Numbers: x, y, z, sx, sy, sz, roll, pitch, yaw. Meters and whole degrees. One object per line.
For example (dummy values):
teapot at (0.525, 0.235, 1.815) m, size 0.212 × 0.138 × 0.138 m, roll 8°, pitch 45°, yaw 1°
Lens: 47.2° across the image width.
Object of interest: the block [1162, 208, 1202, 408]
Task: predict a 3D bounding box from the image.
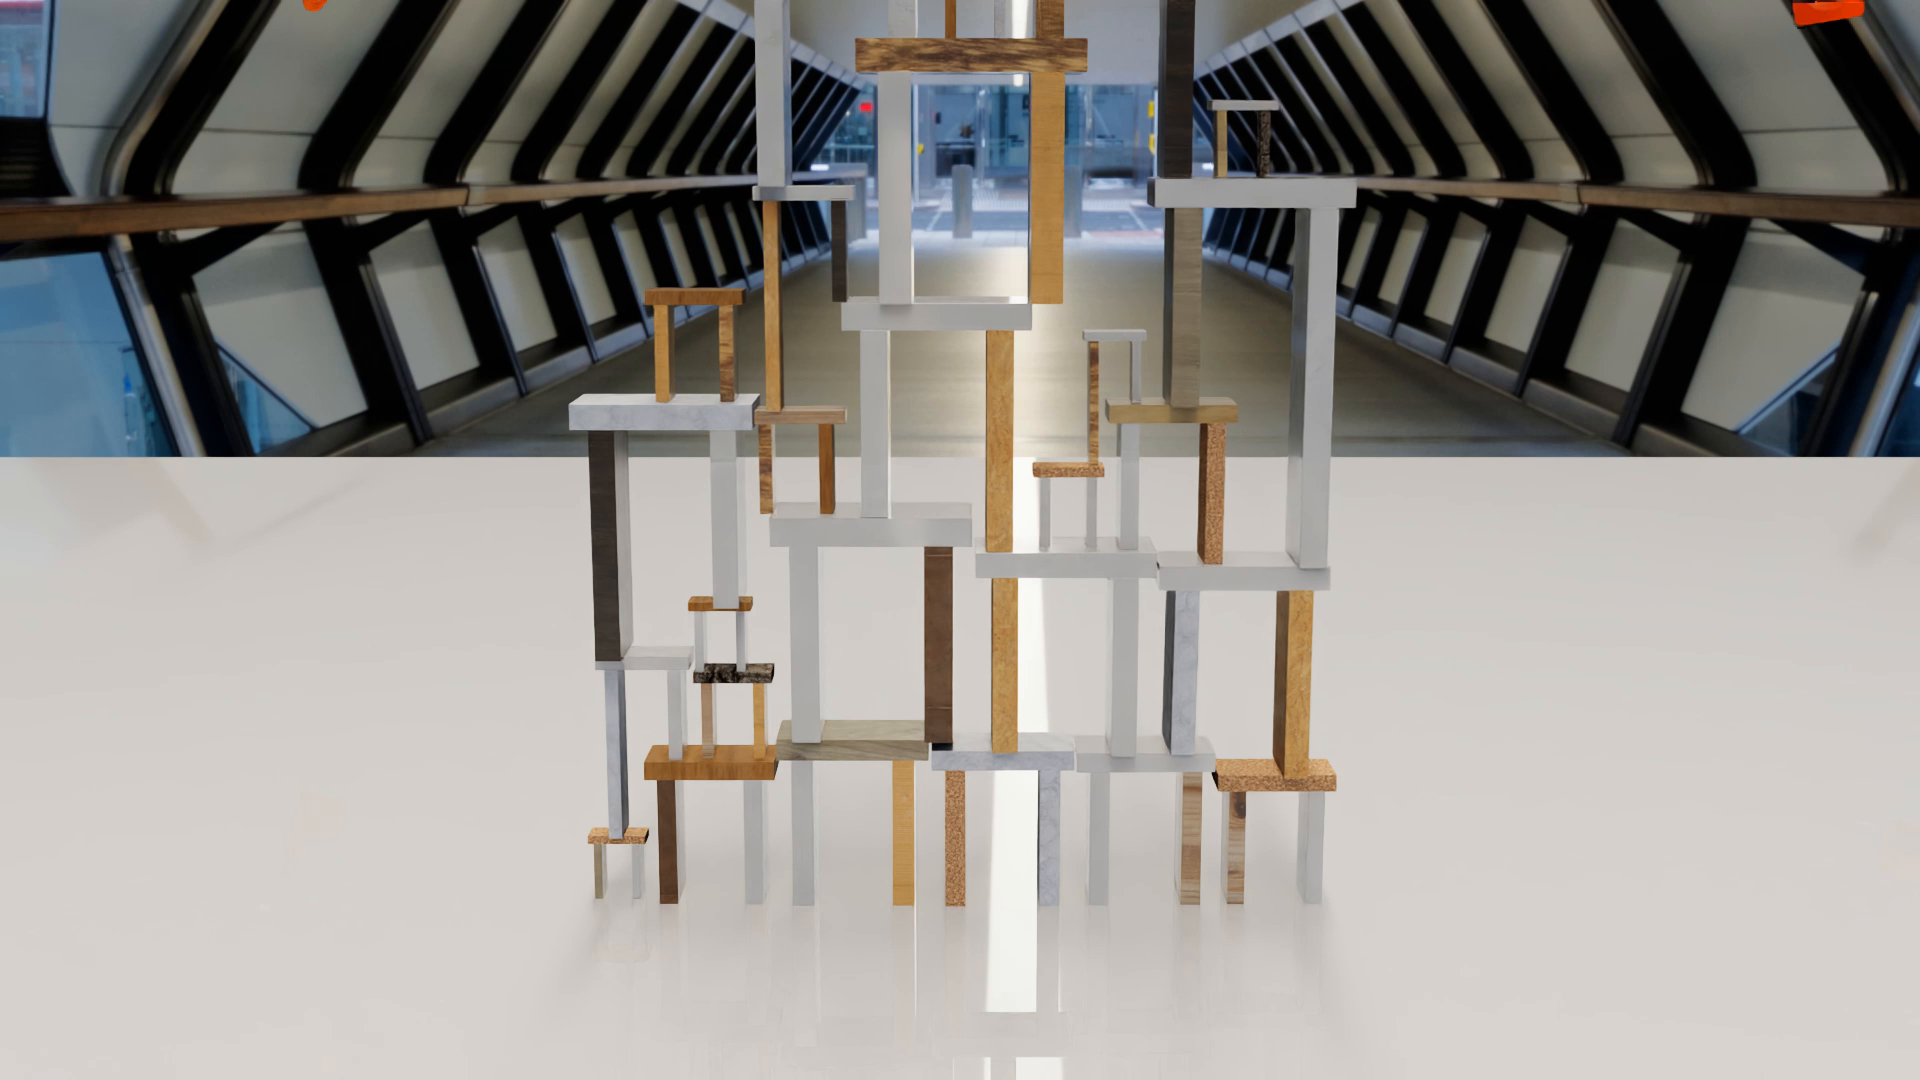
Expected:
block at (0.352, -0.374, 3.490) m, size 0.044 × 0.310 × 0.155 m, roll 0°, pitch 11°, yaw 0°

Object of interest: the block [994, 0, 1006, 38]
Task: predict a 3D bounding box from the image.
block at (0.062, -0.833, 3.409) m, size 0.016 × 0.115 × 0.058 m, roll 0°, pitch 11°, yaw 0°

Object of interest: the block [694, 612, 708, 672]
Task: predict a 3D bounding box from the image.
block at (-0.423, 0.160, 3.591) m, size 0.014 × 0.101 × 0.050 m, roll 0°, pitch 11°, yaw 0°

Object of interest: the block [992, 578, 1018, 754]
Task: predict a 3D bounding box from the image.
block at (0.073, 0.189, 3.592) m, size 0.041 × 0.288 × 0.144 m, roll 0°, pitch 11°, yaw 0°

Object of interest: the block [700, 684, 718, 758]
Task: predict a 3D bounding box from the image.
block at (-0.412, 0.290, 3.617) m, size 0.018 × 0.127 × 0.063 m, roll 0°, pitch 11°, yaw 0°

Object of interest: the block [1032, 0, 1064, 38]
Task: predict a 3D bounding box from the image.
block at (0.136, -0.924, 3.387) m, size 0.043 × 0.301 × 0.150 m, roll 0°, pitch 11°, yaw 0°

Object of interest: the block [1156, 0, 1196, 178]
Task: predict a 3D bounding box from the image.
block at (0.336, -0.820, 3.406) m, size 0.043 × 0.511 × 0.150 m, roll 0°, pitch 11°, yaw 1°

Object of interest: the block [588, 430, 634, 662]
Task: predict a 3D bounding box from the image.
block at (-0.564, -0.002, 3.561) m, size 0.041 × 0.373 × 0.144 m, roll 0°, pitch 11°, yaw 0°

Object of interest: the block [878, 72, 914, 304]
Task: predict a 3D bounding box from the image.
block at (-0.100, -0.554, 3.458) m, size 0.050 × 0.352 × 0.176 m, roll 0°, pitch 11°, yaw 0°

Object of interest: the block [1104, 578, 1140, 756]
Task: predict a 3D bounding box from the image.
block at (0.264, 0.192, 3.593) m, size 0.041 × 0.294 × 0.144 m, roll 0°, pitch 11°, yaw 0°

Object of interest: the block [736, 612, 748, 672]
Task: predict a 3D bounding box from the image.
block at (-0.356, 0.160, 3.591) m, size 0.014 × 0.101 × 0.050 m, roll 0°, pitch 11°, yaw 0°

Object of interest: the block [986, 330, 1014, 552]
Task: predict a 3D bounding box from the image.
block at (0.063, -0.167, 3.532) m, size 0.042 × 0.352 × 0.149 m, roll 0°, pitch 11°, yaw 0°

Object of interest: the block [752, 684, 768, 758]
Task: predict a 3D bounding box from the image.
block at (-0.328, 0.290, 3.617) m, size 0.018 × 0.127 × 0.063 m, roll 0°, pitch 11°, yaw 0°

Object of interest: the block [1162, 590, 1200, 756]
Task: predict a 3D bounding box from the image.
block at (0.361, 0.201, 3.601) m, size 0.039 × 0.273 × 0.136 m, roll 1°, pitch 11°, yaw -1°

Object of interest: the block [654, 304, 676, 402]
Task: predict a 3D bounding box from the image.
block at (-0.470, -0.301, 3.506) m, size 0.022 × 0.153 × 0.077 m, roll 0°, pitch 11°, yaw 0°

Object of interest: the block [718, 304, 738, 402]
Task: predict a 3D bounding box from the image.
block at (-0.368, -0.301, 3.506) m, size 0.022 × 0.153 × 0.076 m, roll 0°, pitch 11°, yaw 0°

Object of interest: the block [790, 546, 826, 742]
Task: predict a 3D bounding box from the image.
block at (-0.248, 0.154, 3.594) m, size 0.046 × 0.321 × 0.161 m, roll 0°, pitch 11°, yaw 0°

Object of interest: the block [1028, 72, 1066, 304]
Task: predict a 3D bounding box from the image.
block at (0.135, -0.554, 3.457) m, size 0.050 × 0.352 × 0.176 m, roll 0°, pitch 11°, yaw 0°

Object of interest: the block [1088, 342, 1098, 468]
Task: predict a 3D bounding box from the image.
block at (0.213, -0.220, 3.522) m, size 0.014 × 0.202 × 0.050 m, roll -1°, pitch 10°, yaw -1°

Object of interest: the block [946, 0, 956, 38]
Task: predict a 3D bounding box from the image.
block at (-0.014, -0.833, 3.408) m, size 0.016 × 0.115 × 0.058 m, roll 0°, pitch 11°, yaw 0°

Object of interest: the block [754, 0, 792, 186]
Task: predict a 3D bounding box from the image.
block at (-0.291, -0.815, 3.419) m, size 0.042 × 0.522 × 0.149 m, roll 0°, pitch 10°, yaw 0°

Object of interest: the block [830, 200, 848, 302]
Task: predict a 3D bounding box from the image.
block at (-0.190, -0.458, 3.477) m, size 0.022 × 0.157 × 0.078 m, roll 0°, pitch 11°, yaw 0°

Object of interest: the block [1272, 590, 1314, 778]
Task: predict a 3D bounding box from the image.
block at (0.544, 0.221, 3.600) m, size 0.039 × 0.311 × 0.136 m, roll 0°, pitch 11°, yaw 0°

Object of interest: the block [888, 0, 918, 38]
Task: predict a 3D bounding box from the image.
block at (-0.089, -0.924, 3.393) m, size 0.042 × 0.299 × 0.149 m, roll 0°, pitch 11°, yaw 0°

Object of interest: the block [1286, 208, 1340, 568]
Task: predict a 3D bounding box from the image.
block at (0.561, -0.248, 3.513) m, size 0.044 × 0.565 × 0.155 m, roll 0°, pitch 11°, yaw 0°

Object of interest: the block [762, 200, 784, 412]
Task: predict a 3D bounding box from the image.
block at (-0.296, -0.373, 3.492) m, size 0.022 × 0.330 × 0.078 m, roll 0°, pitch 10°, yaw 0°

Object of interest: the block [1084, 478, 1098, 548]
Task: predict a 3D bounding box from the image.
block at (0.211, -0.049, 3.553) m, size 0.016 × 0.113 × 0.057 m, roll 0°, pitch 11°, yaw 0°

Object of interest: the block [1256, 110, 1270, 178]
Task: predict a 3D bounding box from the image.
block at (0.475, -0.620, 3.442) m, size 0.015 × 0.104 × 0.052 m, roll 0°, pitch 11°, yaw 1°

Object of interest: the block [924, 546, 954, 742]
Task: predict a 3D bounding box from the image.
block at (-0.034, 0.154, 3.593) m, size 0.046 × 0.321 × 0.161 m, roll 0°, pitch 11°, yaw 0°

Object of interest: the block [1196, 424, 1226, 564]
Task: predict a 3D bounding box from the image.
block at (0.406, -0.082, 3.549) m, size 0.029 × 0.227 × 0.102 m, roll 0°, pitch 11°, yaw -1°

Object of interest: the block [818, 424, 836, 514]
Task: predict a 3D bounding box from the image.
block at (-0.214, -0.119, 3.540) m, size 0.021 × 0.145 × 0.072 m, roll 0°, pitch 11°, yaw 0°

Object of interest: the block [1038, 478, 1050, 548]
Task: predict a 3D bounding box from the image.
block at (0.137, -0.049, 3.553) m, size 0.016 × 0.113 × 0.057 m, roll 0°, pitch 11°, yaw 0°

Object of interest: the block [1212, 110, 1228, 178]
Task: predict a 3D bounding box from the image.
block at (0.407, -0.620, 3.440) m, size 0.015 × 0.104 × 0.052 m, roll -2°, pitch 11°, yaw -2°

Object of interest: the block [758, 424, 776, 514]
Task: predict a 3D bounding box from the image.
block at (-0.310, -0.119, 3.540) m, size 0.021 × 0.145 × 0.072 m, roll 0°, pitch 10°, yaw 0°

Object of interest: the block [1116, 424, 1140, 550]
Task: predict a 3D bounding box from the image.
block at (0.270, -0.093, 3.545) m, size 0.029 × 0.203 × 0.102 m, roll 0°, pitch 11°, yaw 0°

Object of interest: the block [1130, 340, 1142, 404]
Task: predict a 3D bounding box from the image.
block at (0.280, -0.271, 3.513) m, size 0.014 × 0.099 × 0.049 m, roll -1°, pitch 11°, yaw 0°

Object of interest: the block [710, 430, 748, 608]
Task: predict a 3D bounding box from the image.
block at (-0.373, -0.044, 3.553) m, size 0.041 × 0.287 × 0.144 m, roll 0°, pitch 11°, yaw 0°

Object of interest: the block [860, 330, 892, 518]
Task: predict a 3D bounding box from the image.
block at (-0.135, -0.194, 3.527) m, size 0.042 × 0.297 × 0.148 m, roll 0°, pitch 11°, yaw 0°
